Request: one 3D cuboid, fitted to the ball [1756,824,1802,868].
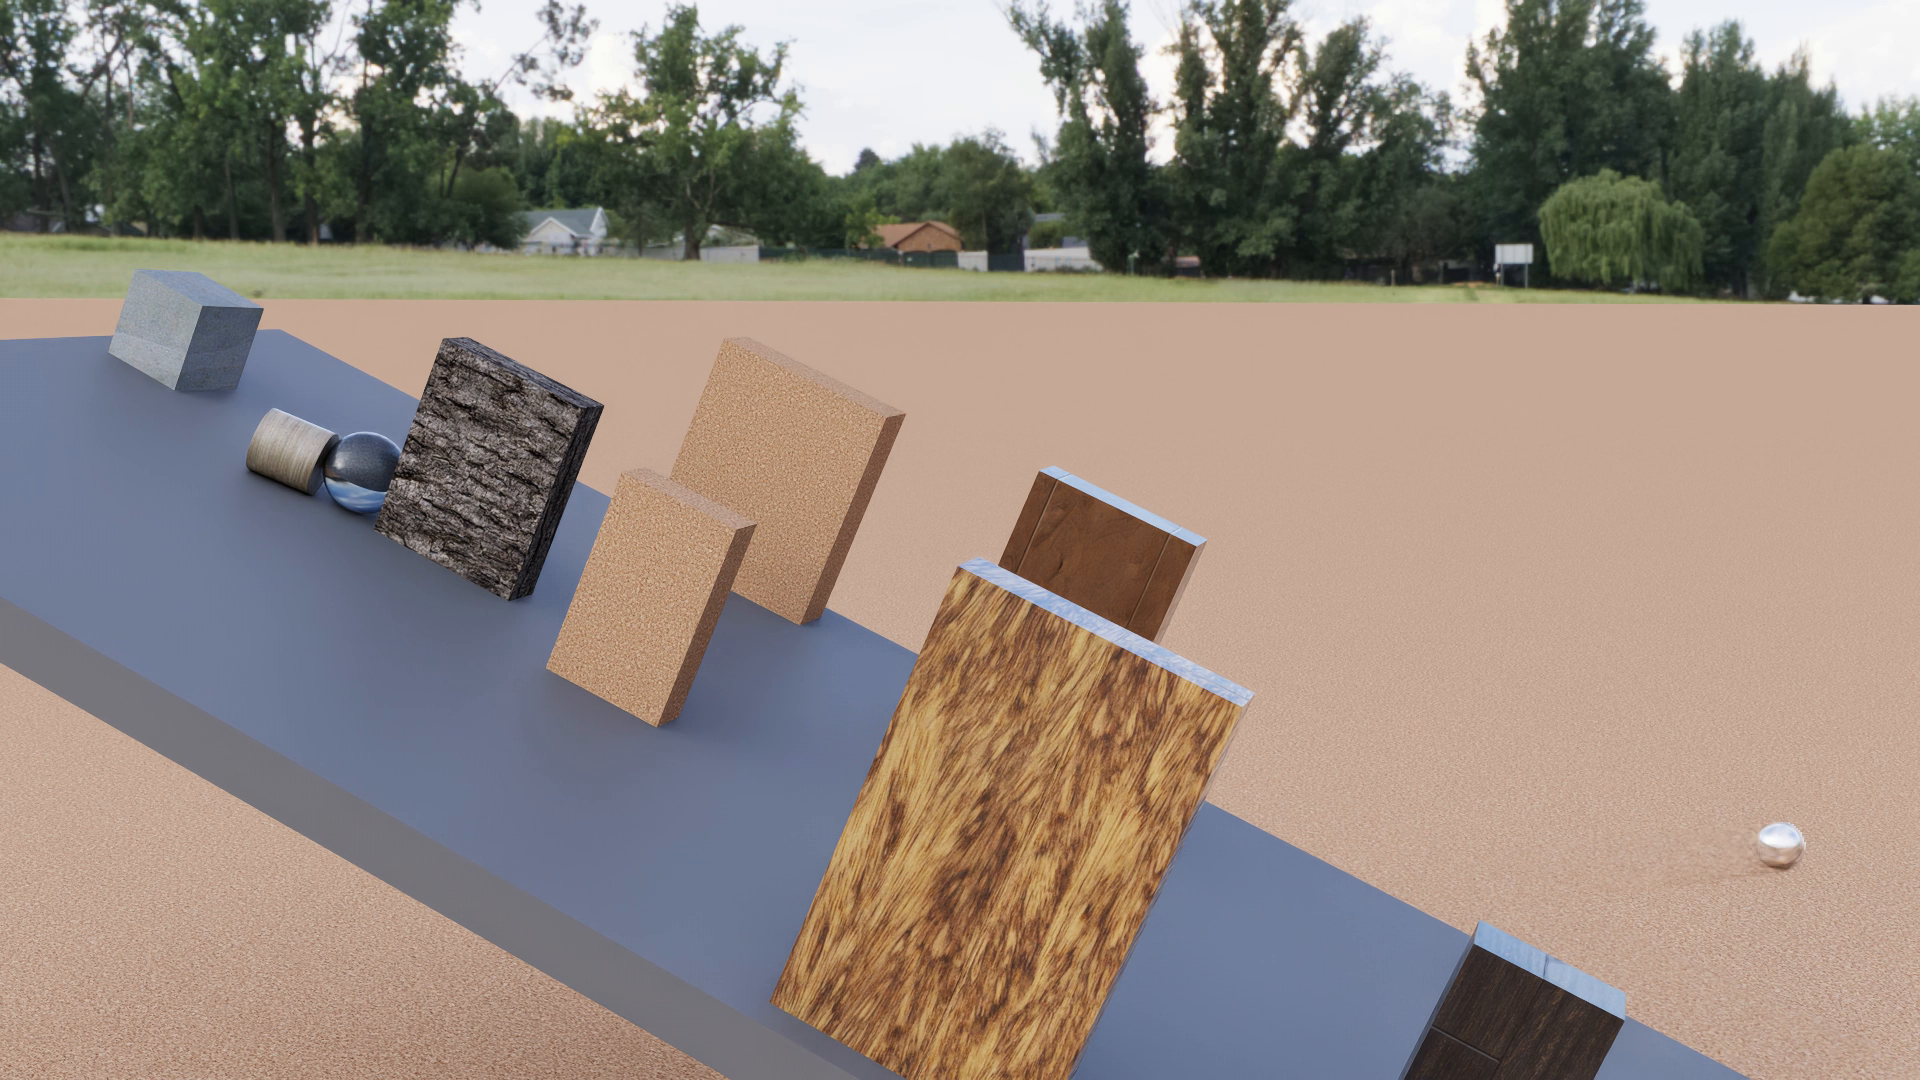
[{"bbox_3d":[2.560,0.955,6.873,0.139,0.139,0.139,0,7,0],"label":"ball"}]

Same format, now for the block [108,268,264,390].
[{"bbox_3d":[-1.710,-0.464,4.863,0.199,0.199,0.199,28,14,18],"label":"block"}]

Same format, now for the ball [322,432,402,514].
[{"bbox_3d":[-1.212,-0.137,4.484,0.168,0.168,0.168,0,7,0],"label":"ball"}]

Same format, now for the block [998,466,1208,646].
[{"bbox_3d":[0.205,0.215,4.471,0.350,0.636,0.116,26,13,13],"label":"block"}]

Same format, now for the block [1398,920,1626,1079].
[{"bbox_3d":[0.821,0.855,3.423,0.244,0.441,0.131,26,13,13],"label":"block"}]

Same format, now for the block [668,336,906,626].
[{"bbox_3d":[-0.428,-0.138,5.043,0.423,0.521,0.138,26,13,13],"label":"block"}]

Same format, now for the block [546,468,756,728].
[{"bbox_3d":[-0.574,0.105,4.086,0.245,0.408,0.099,26,13,13],"label":"block"}]

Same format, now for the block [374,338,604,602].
[{"bbox_3d":[-0.945,-0.144,4.403,0.329,0.423,0.099,26,13,13],"label":"block"}]

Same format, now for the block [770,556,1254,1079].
[{"bbox_3d":[0.066,0.446,3.145,0.439,0.718,0.105,26,13,13],"label":"block"}]

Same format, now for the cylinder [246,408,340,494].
[{"bbox_3d":[-1.358,-0.180,4.478,0.135,0.135,0.135,23,7,-2],"label":"cylinder"}]

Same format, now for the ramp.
[{"bbox_3d":[-0.283,0.490,4.181,4.000,0.100,2.000,26,13,13],"label":"ramp"}]
